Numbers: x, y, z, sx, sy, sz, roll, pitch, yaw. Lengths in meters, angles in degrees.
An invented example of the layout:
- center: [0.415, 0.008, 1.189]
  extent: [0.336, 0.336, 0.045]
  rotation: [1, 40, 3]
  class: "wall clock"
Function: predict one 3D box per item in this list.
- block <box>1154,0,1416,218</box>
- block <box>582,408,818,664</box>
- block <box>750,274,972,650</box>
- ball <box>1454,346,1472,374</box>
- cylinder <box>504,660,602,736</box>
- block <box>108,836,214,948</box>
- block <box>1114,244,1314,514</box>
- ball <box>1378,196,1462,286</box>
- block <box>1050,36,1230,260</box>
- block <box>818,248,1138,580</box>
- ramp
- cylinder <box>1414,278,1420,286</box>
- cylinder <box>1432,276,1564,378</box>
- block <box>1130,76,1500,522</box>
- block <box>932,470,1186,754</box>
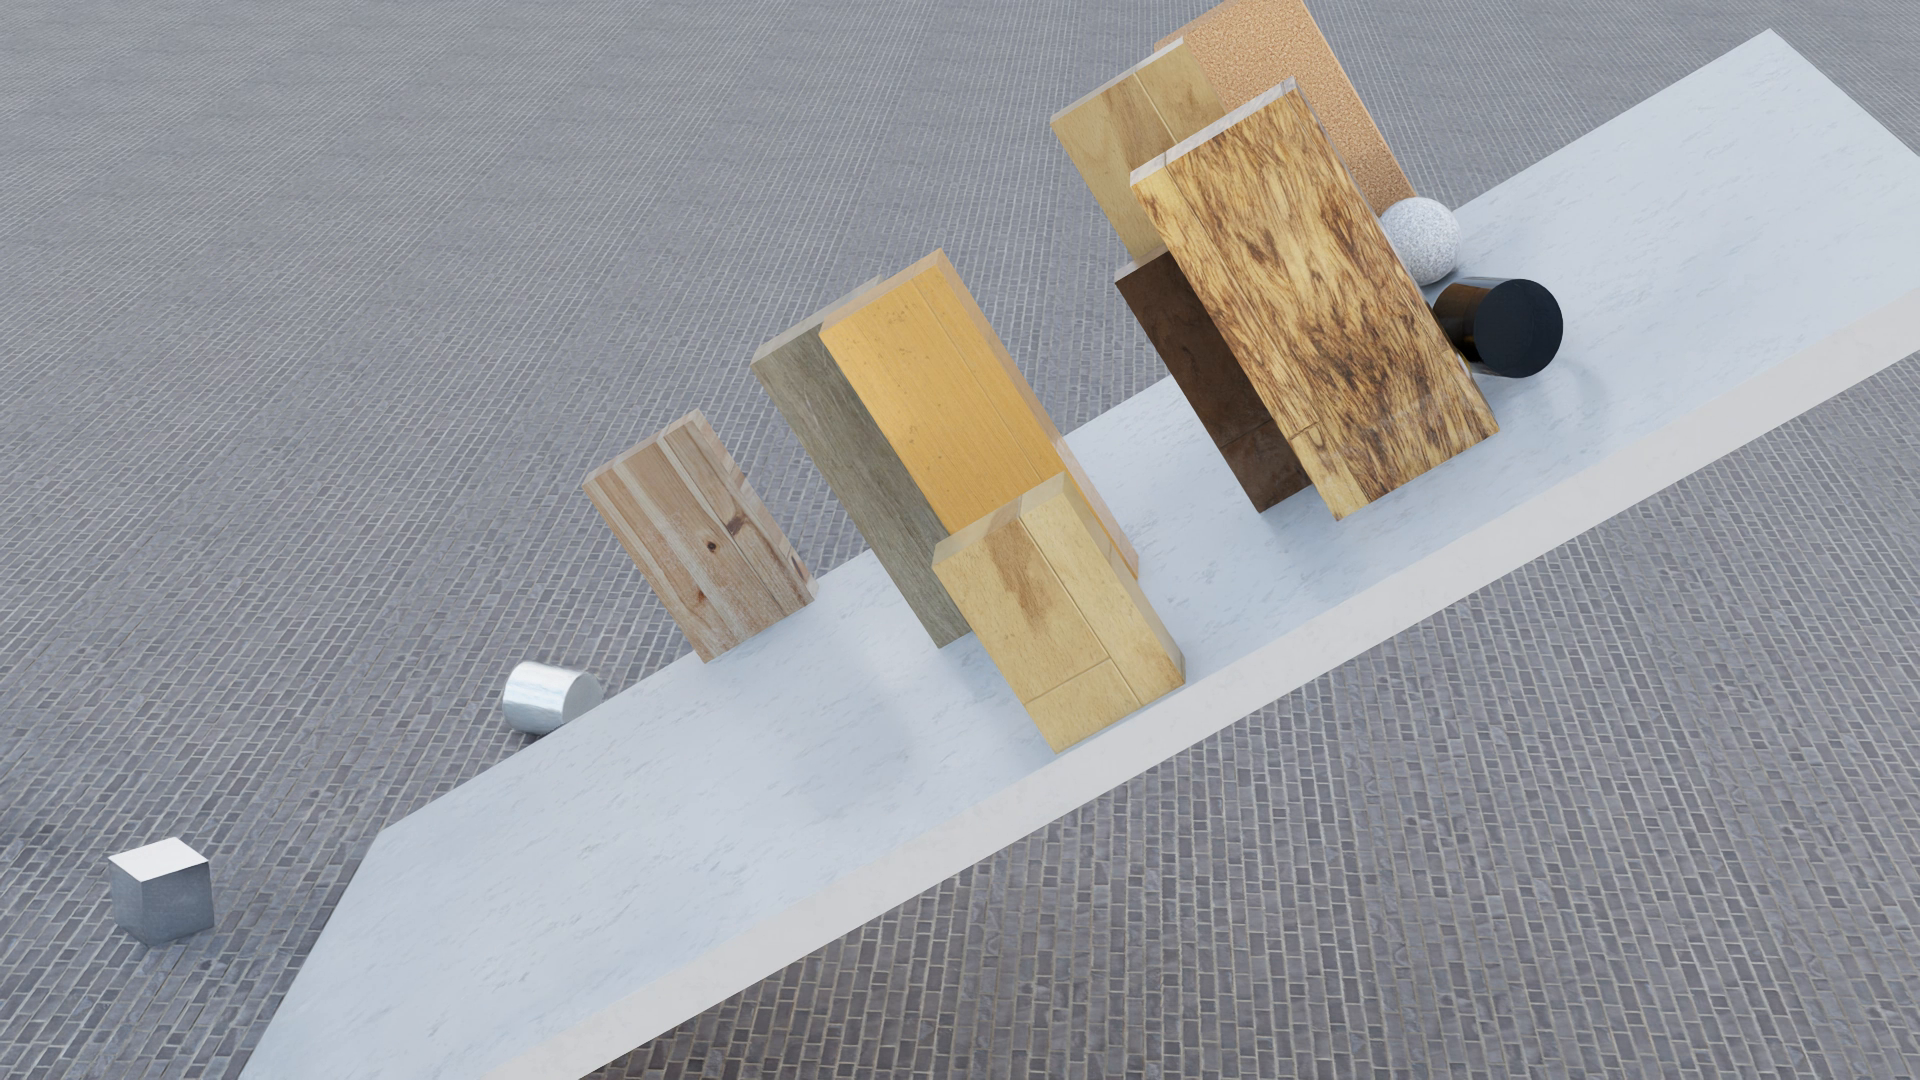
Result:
- center: [0.772, -0.876, 6.626]
  extent: [0.332, 0.745, 0.124]
  rotation: [-30, 15, 13]
  class: "block"
- center: [-0.634, -0.008, 7.212]
  extent: [0.328, 0.541, 0.101]
  rotation: [-30, 15, 13]
  class: "block"
- center: [-0.106, -0.162, 6.214]
  extent: [0.311, 0.736, 0.136]
  rotation: [-30, 15, 13]
  class: "block"
- center: [0.902, -0.306, 5.657]
  extent: [0.164, 0.164, 0.164]
  rotation: [0, 20, 0]
  class: "ball"
- center: [-1.172, 0.463, 8.462]
  extent: [0.202, 0.202, 0.202]
  rotation: [10, 22, 26]
  class: "cylinder"
- center: [-1.991, 0.877, 7.333]
  extent: [0.182, 0.182, 0.182]
  rotation: [-16, 25, -38]
  class: "block"
- center: [0.617, -0.386, 5.772]
  extent: [0.397, 0.554, 0.084]
  rotation: [-30, 15, 13]
  class: "block"
- center: [1.012, -0.661, 6.517]
  extent: [0.197, 0.197, 0.197]
  rotation: [0, 20, 0]
  class: "ball"
- center: [0.540, -0.653, 6.318]
  extent: [0.328, 0.789, 0.085]
  rotation: [-30, 15, 13]
  class: "block"
- center: [0.044, -0.186, 5.926]
  extent: [0.275, 0.763, 0.136]
  rotation: [-30, 15, 13]
  class: "block"
- center: [0.141, 0.169, 6.291]
  extent: [4.000, 0.100, 2.000]
  rotation: [-30, 15, 13]
  class: "ramp"
- center: [0.915, -0.529, 6.392]
  extent: [0.153, 0.153, 0.153]
  rotation: [-1, 14, -3]
  class: "cylinder"
- center: [1.038, -0.414, 5.697]
  extent: [0.190, 0.190, 0.190]
  rotation: [-6, 8, -16]
  class: "cylinder"
- center: [0.661, -0.444, 5.471]
  extent: [0.348, 0.754, 0.121]
  rotation: [-30, 15, 13]
  class: "block"
- center: [0.180, 0.132, 5.303]
  extent: [0.274, 0.422, 0.123]
  rotation: [-30, 15, 13]
  class: "block"
